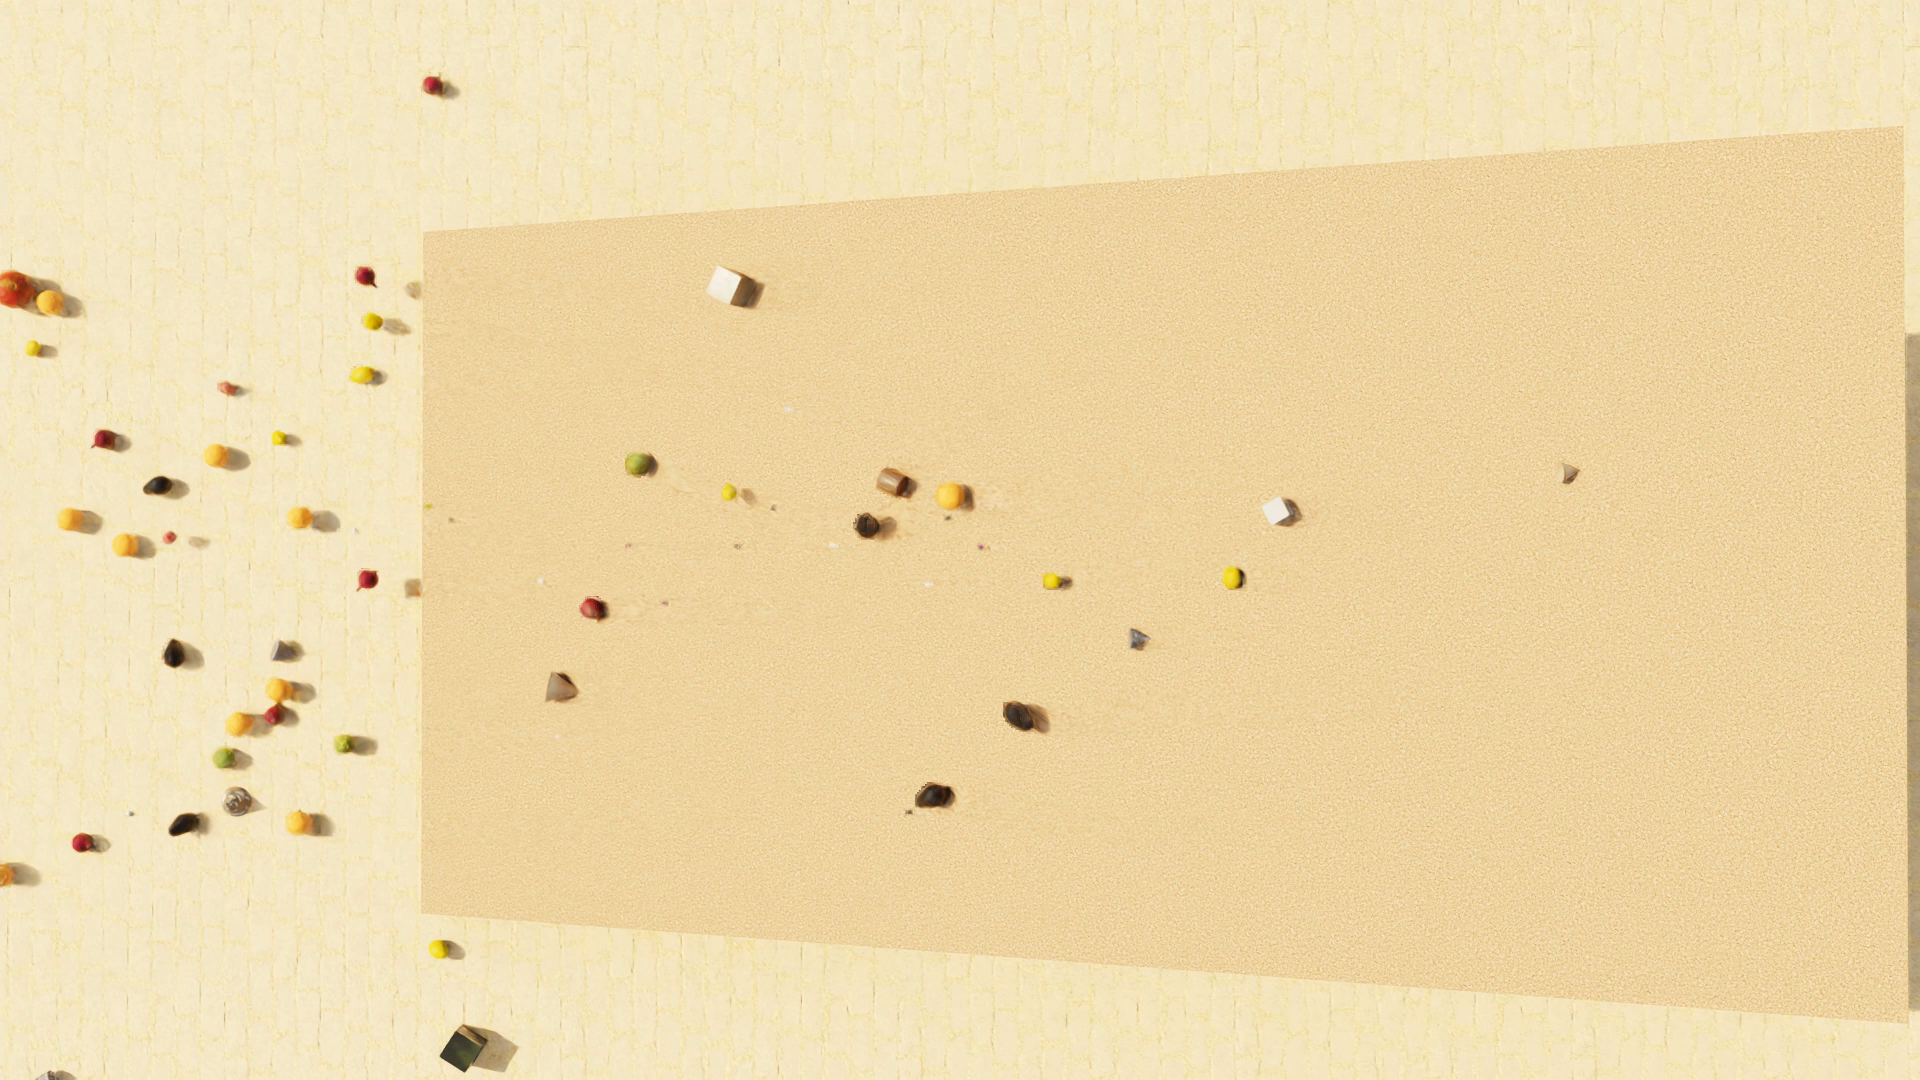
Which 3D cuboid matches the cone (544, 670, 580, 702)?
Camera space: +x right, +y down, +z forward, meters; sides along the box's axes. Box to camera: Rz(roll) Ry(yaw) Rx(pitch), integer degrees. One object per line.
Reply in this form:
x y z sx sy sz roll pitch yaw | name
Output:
-1.120 0.424 6.232 0.092 0.092 0.092 12 89 -4 | cone

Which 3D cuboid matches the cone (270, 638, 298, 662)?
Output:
-1.998 0.334 6.525 0.071 0.071 0.071 18 89 -26 | cone

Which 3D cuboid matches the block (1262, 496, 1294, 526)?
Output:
0.786 -0.072 5.427 0.052 0.052 0.052 -31 78 20 | block

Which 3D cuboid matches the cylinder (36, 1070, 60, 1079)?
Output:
-2.702 1.610 6.495 0.061 0.061 0.061 -32 89 0 | cylinder

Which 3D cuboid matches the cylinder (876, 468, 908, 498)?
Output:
-0.179 -0.153 5.830 0.062 0.062 0.062 28 89 22 | cylinder

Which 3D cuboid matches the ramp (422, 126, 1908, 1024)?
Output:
0.283 0.085 5.719 4.000 0.100 2.000 0 89 23 | ramp

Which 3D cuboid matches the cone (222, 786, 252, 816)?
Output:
-2.151 0.777 6.490 0.091 0.091 0.091 0 89 0 | cone

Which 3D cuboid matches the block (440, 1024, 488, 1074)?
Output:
-1.463 1.499 6.482 0.091 0.091 0.091 32 89 0 | block

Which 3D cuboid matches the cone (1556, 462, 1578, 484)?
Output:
1.435 -0.163 5.169 0.051 0.051 0.051 -13 89 -16 | cone

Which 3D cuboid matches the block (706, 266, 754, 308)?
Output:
-0.628 -0.693 6.016 0.081 0.081 0.081 28 100 21 | block
